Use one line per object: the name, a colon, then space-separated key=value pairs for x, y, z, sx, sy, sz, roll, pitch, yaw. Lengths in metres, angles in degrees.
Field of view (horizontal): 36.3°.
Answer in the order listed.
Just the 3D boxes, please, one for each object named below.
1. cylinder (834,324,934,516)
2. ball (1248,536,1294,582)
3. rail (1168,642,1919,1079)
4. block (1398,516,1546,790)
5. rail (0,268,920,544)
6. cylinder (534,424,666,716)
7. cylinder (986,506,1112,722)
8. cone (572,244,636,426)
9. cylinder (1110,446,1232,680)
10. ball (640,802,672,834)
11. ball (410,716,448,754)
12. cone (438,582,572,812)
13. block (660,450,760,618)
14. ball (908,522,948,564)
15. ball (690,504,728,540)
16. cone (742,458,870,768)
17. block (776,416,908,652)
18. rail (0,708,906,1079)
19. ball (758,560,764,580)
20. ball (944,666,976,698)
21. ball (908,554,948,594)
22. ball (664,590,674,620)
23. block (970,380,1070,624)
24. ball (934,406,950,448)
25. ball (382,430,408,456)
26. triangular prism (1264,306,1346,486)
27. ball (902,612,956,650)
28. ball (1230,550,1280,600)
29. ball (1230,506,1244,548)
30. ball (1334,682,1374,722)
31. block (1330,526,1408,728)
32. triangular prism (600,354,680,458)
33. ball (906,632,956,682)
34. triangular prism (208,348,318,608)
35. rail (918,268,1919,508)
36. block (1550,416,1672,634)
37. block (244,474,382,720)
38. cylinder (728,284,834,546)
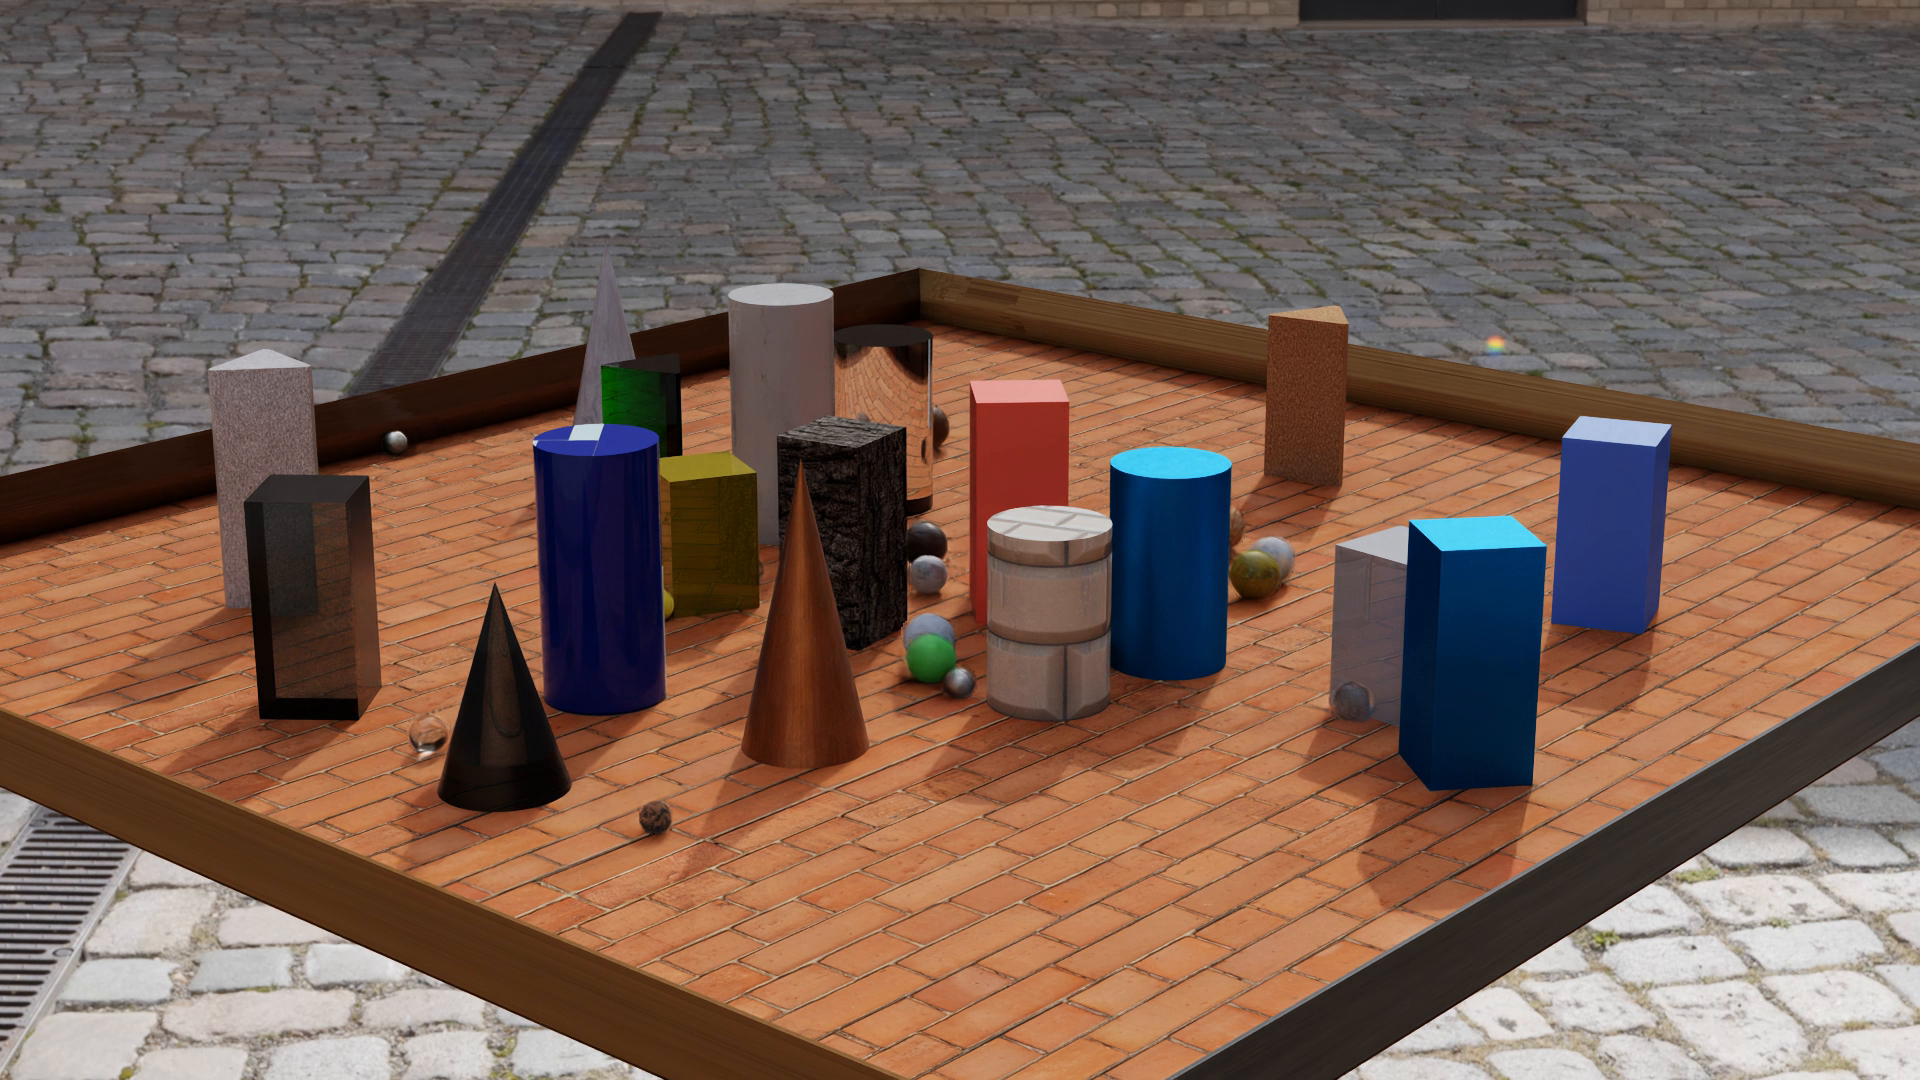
cylinder: x=-0.148 y=-0.229 z=5.626 sx=0.194 sy=0.335 sz=0.194 roll=0 pitch=17 yaw=0
ball: x=0.547 y=0.036 z=5.182 sx=0.083 sy=0.083 sz=0.083 roll=0 pitch=17 yaw=0
rail: x=1.138 y=0.317 z=4.174 sx=0.045 sy=0.126 sz=3.219 roll=14 pitch=22 yaw=39
block: x=0.744 y=0.164 z=4.274 sx=0.155 sy=0.363 sz=0.155 roll=-3 pitch=17 yaw=-8
rail: x=-1.138 y=-0.254 z=6.067 sx=0.045 sy=0.126 sz=3.219 roll=14 pitch=22 yaw=39
cylinder: x=-0.560 y=0.045 z=4.572 sx=0.194 sy=0.418 sz=0.194 roll=0 pitch=17 yaw=0
cylinder: x=0.139 y=0.113 z=4.568 sx=0.194 sy=0.291 sz=0.194 roll=0 pitch=17 yaw=0
cone: x=-0.705 y=-0.378 z=5.902 sx=0.194 sy=0.460 sz=0.194 roll=0 pitch=17 yaw=0
cylinder: x=0.338 y=0.037 z=4.743 sx=0.194 sy=0.336 sz=0.194 roll=0 pitch=17 yaw=0
ball: x=-0.424 y=0.387 z=4.085 sx=0.046 sy=0.046 sz=0.046 roll=0 pitch=17 yaw=0
ball: x=-0.795 y=0.290 z=4.386 sx=0.057 sy=0.057 sz=0.057 roll=0 pitch=17 yaw=0
cone: x=-0.661 y=0.208 z=4.212 sx=0.194 sy=0.314 sz=0.194 roll=0 pitch=17 yaw=0
block: x=-0.447 y=-0.011 z=5.064 sx=0.155 sy=0.242 sz=0.155 roll=-7 pitch=18 yaw=-22
ball: x=-0.064 y=0.009 z=5.270 sx=0.084 sy=0.084 sz=0.084 roll=0 pitch=17 yaw=0
ball: x=-0.465 y=-0.032 z=5.436 sx=0.067 sy=0.067 sz=0.067 roll=0 pitch=17 yaw=0
cone: x=-0.233 y=0.095 z=4.355 sx=0.194 sy=0.449 sz=0.194 roll=0 pitch=17 yaw=0
block: x=-0.195 y=-0.013 z=4.889 sx=0.155 sy=0.347 sz=0.155 roll=9 pitch=19 yaw=29
rail: x=-1.040 y=0.377 z=3.974 sx=3.063 sy=0.126 sz=0.045 roll=14 pitch=22 yaw=39
ball: x=-0.372 y=0.054 z=5.176 sx=0.052 sy=0.052 sz=0.052 roll=0 pitch=17 yaw=0
ball: x=-0.001 y=0.225 z=4.613 sx=0.050 sy=0.050 sz=0.050 roll=0 pitch=17 yaw=0
ball: x=-0.056 y=0.060 z=5.128 sx=0.069 sy=0.069 sz=0.069 roll=0 pitch=17 yaw=0
ball: x=-0.514 y=0.110 z=4.982 sx=0.057 sy=0.057 sz=0.057 roll=0 pitch=17 yaw=0
block: x=0.099 y=-0.066 z=4.996 sx=0.155 sy=0.386 sz=0.155 roll=-1 pitch=17 yaw=-4
ball: x=-0.068 y=-0.233 z=6.056 sx=0.094 sy=0.094 sz=0.094 roll=0 pitch=17 yaw=0
ball: x=-1.158 y=-0.198 z=6.012 sx=0.052 sy=0.052 sz=0.052 roll=0 pitch=17 yaw=0
triangular prism: x=0.718 y=-0.294 z=5.851 sx=0.168 sy=0.328 sz=0.145 roll=10 pitch=19 yaw=29
ball: x=-0.050 y=0.161 z=4.764 sx=0.085 sy=0.085 sz=0.085 roll=0 pitch=17 yaw=0
ball: x=0.512 y=0.061 z=5.093 sx=0.088 sy=0.088 sz=0.088 roll=0 pitch=17 yaw=0
ball: x=0.480 y=-0.024 z=5.379 sx=0.084 sy=0.084 sz=0.084 roll=0 pitch=17 yaw=0
ball: x=0.606 y=0.249 z=4.511 sx=0.062 sy=0.062 sz=0.062 roll=0 pitch=17 yaw=0
block: x=0.688 y=0.134 z=4.551 sx=0.155 sy=0.261 sz=0.155 roll=-15 pitch=22 yaw=-40
triangular prism: x=-0.573 y=-0.200 z=5.607 sx=0.168 sy=0.291 sz=0.145 roll=7 pitch=18 yaw=22
ball: x=-0.046 y=0.188 z=4.683 sx=0.080 sy=0.080 sz=0.080 roll=0 pitch=17 yaw=0
triangular prism: x=-1.193 y=-0.109 z=5.077 sx=0.168 sy=0.422 sz=0.145 roll=-3 pitch=17 yaw=-9
rail: x=1.040 y=-0.314 z=6.267 sx=3.063 sy=0.126 sz=0.045 roll=14 pitch=22 yaw=39
block: x=1.104 y=-0.027 z=4.970 sx=0.155 sy=0.326 sz=0.155 roll=7 pitch=18 yaw=21
block: x=-1.001 y=0.088 z=4.549 sx=0.155 sy=0.349 sz=0.155 roll=1 pitch=17 yaw=2
cylinder: x=-0.329 y=-0.234 z=5.439 sx=0.194 sy=0.452 sz=0.194 roll=0 pitch=17 yaw=0
